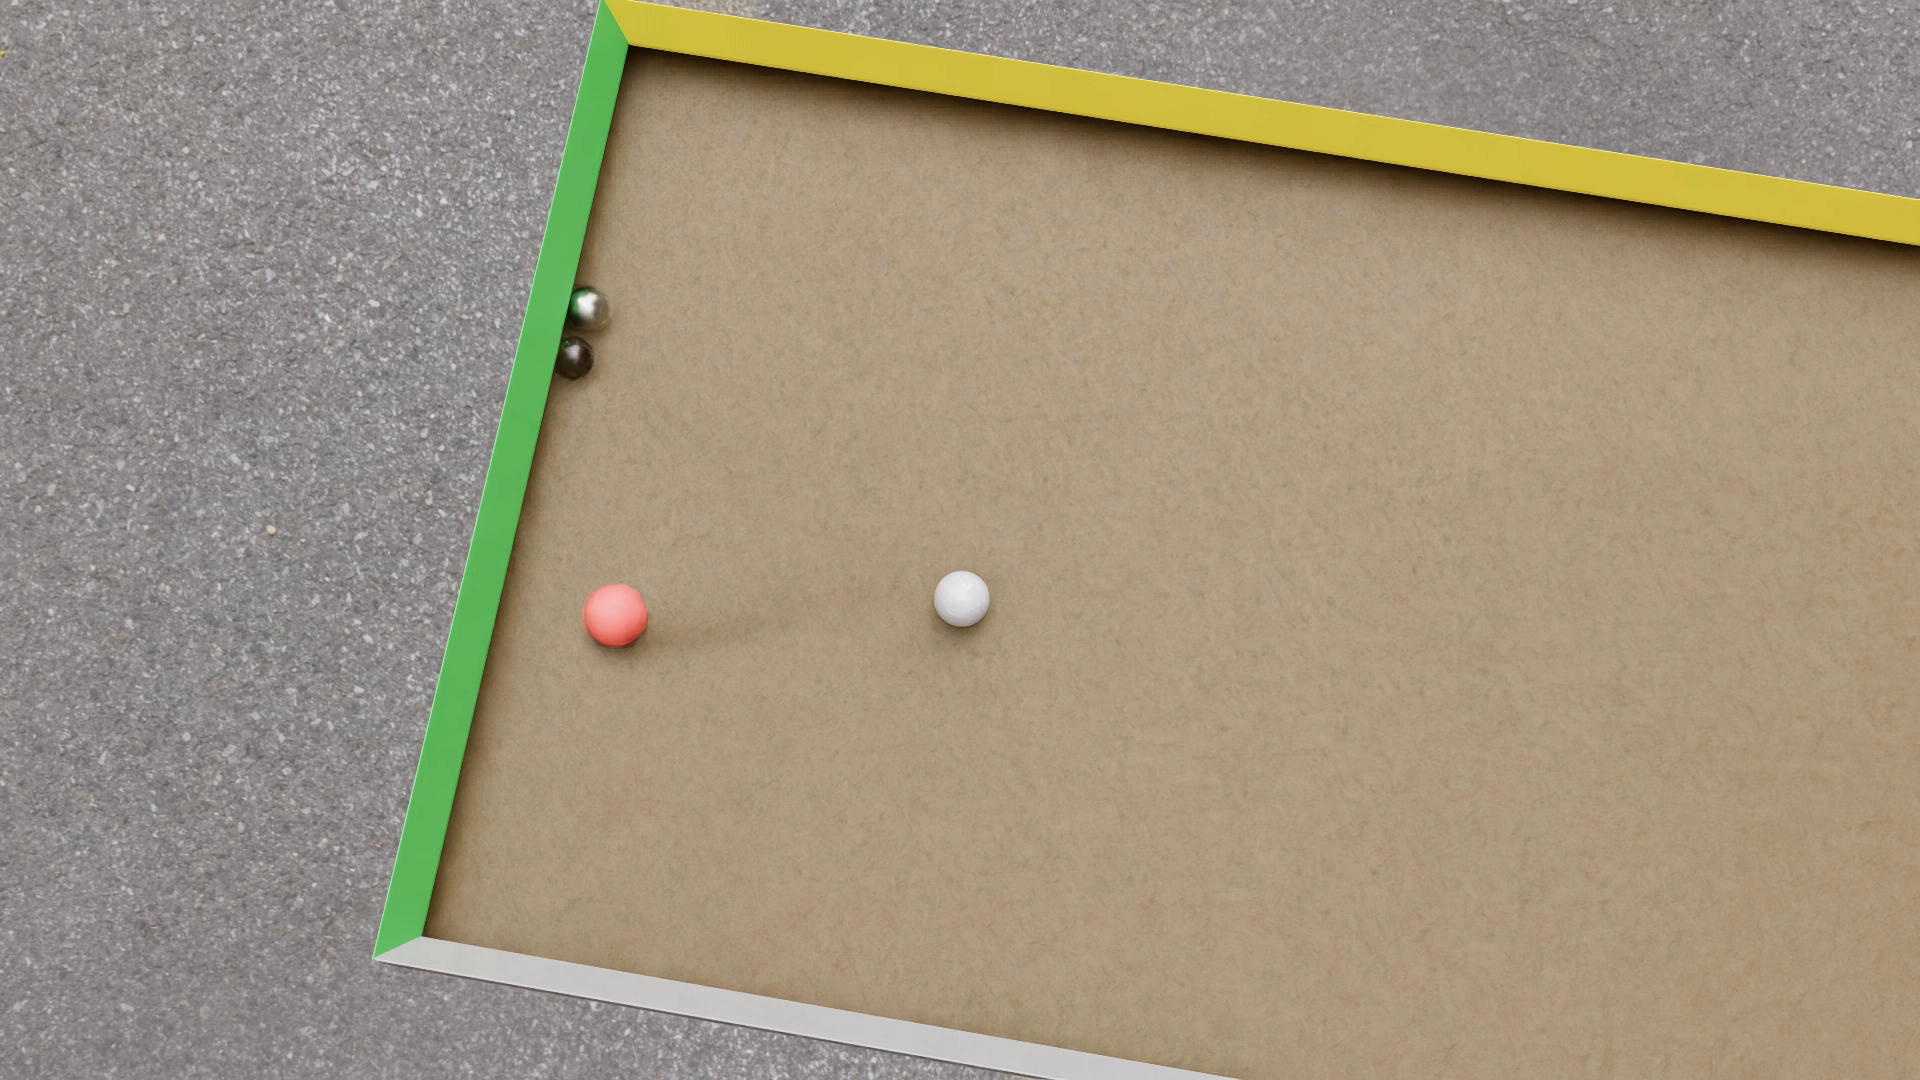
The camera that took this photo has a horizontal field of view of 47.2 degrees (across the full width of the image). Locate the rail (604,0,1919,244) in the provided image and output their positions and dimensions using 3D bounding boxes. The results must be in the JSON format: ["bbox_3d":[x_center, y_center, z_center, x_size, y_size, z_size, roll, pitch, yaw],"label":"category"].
[{"bbox_3d":[0.825,-0.597,3.486,2.841,0.124,0.045,9,75,3],"label":"rail"}]

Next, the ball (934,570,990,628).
[{"bbox_3d":[0.003,0.089,3.320,0.085,0.085,0.085,0,75,0],"label":"ball"}]

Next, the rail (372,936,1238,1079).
[{"bbox_3d":[0.575,0.815,3.101,2.841,0.124,0.045,9,75,3],"label":"rail"}]

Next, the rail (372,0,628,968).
[{"bbox_3d":[-0.677,-0.118,3.355,0.045,0.124,1.533,9,75,3],"label":"rail"}]

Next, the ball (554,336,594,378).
[{"bbox_3d":[-0.603,-0.285,3.433,0.064,0.064,0.064,0,75,0],"label":"ball"}]

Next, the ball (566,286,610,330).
[{"bbox_3d":[-0.583,-0.365,3.453,0.069,0.069,0.069,0,75,0],"label":"ball"}]

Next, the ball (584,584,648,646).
[{"bbox_3d":[-0.517,0.113,3.308,0.095,0.095,0.095,0,75,0],"label":"ball"}]
